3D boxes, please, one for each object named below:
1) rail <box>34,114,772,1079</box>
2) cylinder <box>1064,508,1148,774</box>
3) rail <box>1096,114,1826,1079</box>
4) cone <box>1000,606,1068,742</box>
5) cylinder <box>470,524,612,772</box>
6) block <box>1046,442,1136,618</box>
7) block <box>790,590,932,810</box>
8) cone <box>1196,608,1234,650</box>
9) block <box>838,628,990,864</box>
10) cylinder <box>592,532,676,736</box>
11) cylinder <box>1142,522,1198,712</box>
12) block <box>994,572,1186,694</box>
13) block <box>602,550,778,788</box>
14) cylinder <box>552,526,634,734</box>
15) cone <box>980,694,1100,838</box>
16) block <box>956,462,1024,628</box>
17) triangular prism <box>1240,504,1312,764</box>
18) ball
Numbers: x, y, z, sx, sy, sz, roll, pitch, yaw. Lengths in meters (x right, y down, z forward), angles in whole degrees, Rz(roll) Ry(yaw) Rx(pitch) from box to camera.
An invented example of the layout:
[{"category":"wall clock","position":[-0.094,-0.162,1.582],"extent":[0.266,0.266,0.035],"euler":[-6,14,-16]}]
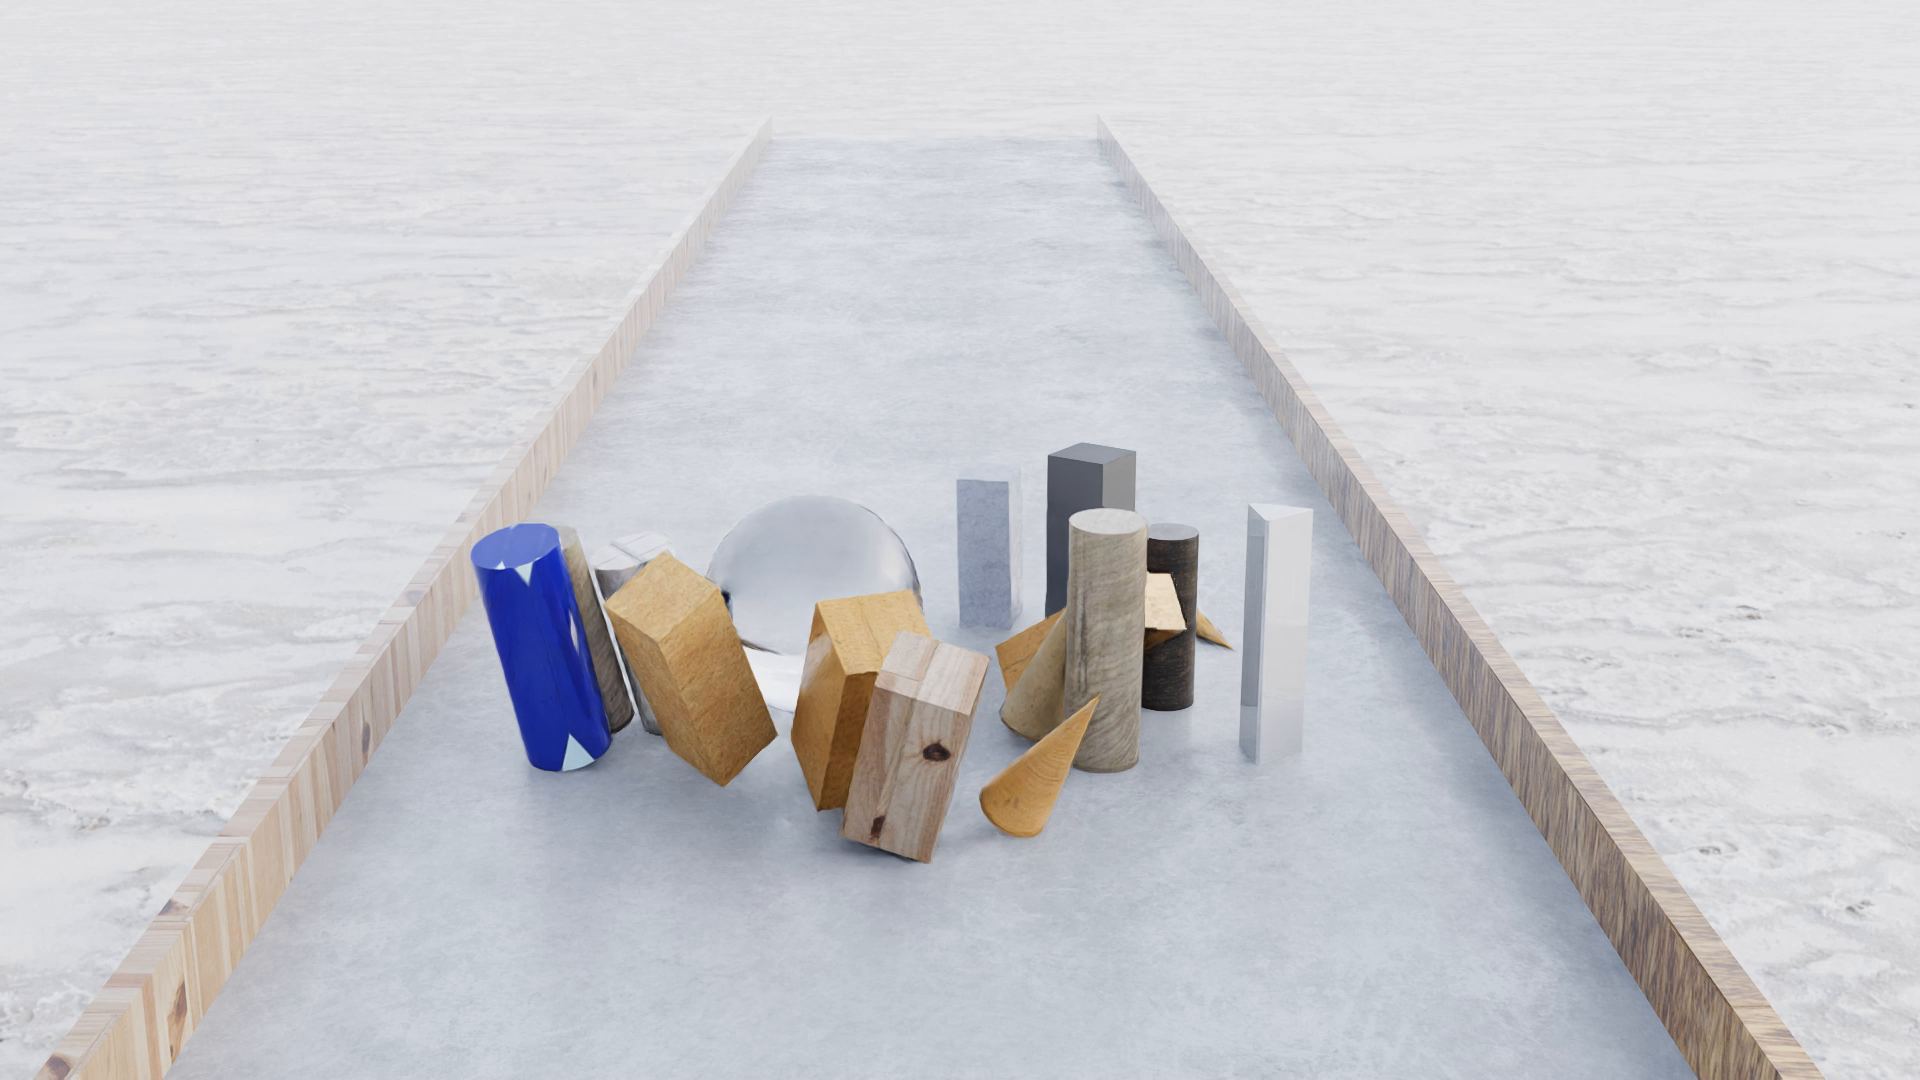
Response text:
[{"category":"rail","position":[-1.118,-0.838,7.780],"extent":[0.050,0.150,12.000],"euler":[0,17,-1]},{"category":"cylinder","position":[0.253,0.177,3.840],"extent":[0.135,0.445,0.135],"euler":[0,20,0]},{"category":"rail","position":[0.932,-0.844,7.801],"extent":[0.050,0.150,12.000],"euler":[0,17,-1]},{"category":"cone","position":[0.183,0.188,3.944],"extent":[0.125,0.348,0.125],"euler":[15,29,-9]},{"category":"cylinder","position":[-0.724,0.188,3.819],"extent":[0.153,0.415,0.153],"euler":[-7,29,4]},{"category":"block","position":[0.259,0.034,4.367],"extent":[0.126,0.426,0.126],"euler":[11,20,33]},{"category":"block","position":[-0.160,0.269,3.664],"extent":[0.165,0.339,0.165],"euler":[-7,46,-21]},{"category":"cone","position":[0.481,0.165,4.583],"extent":[0.104,0.104,0.305],"euler":[-10,29,-30]},{"category":"block","position":[-0.073,0.327,3.469],"extent":[0.151,0.318,0.151],"euler":[17,36,4]},{"category":"cylinder","position":[-0.552,0.171,4.003],"extent":[0.147,0.343,0.147],"euler":[-11,24,5]},{"category":"cylinder","position":[0.388,0.145,4.148],"extent":[0.114,0.336,0.114],"euler":[0,17,0]},{"category":"block","position":[0.237,0.181,4.056],"extent":[0.108,0.108,0.368],"euler":[3,-25,-43]},{"category":"block","position":[-0.449,0.222,3.703],"extent":[0.137,0.408,0.137],"euler":[30,62,33]},{"category":"cylinder","position":[-0.693,0.168,3.960],"extent":[0.116,0.383,0.116],"euler":[-10,28,5]},{"category":"cone","position":[0.153,0.340,3.525],"extent":[0.122,0.306,0.122],"euler":[20,40,-17]},{"category":"block","position":[0.064,0.010,4.607],"extent":[0.112,0.326,0.112],"euler":[4,21,14]},{"category":"triangular prism","position":[0.539,0.161,3.894],"extent":[0.114,0.450,0.098],"euler":[-13,21,-37]},{"category":"ball","position":[-0.260,0.113,3.876],"extent":[0.389,0.389,0.389],"euler":[0,17,0]}]
